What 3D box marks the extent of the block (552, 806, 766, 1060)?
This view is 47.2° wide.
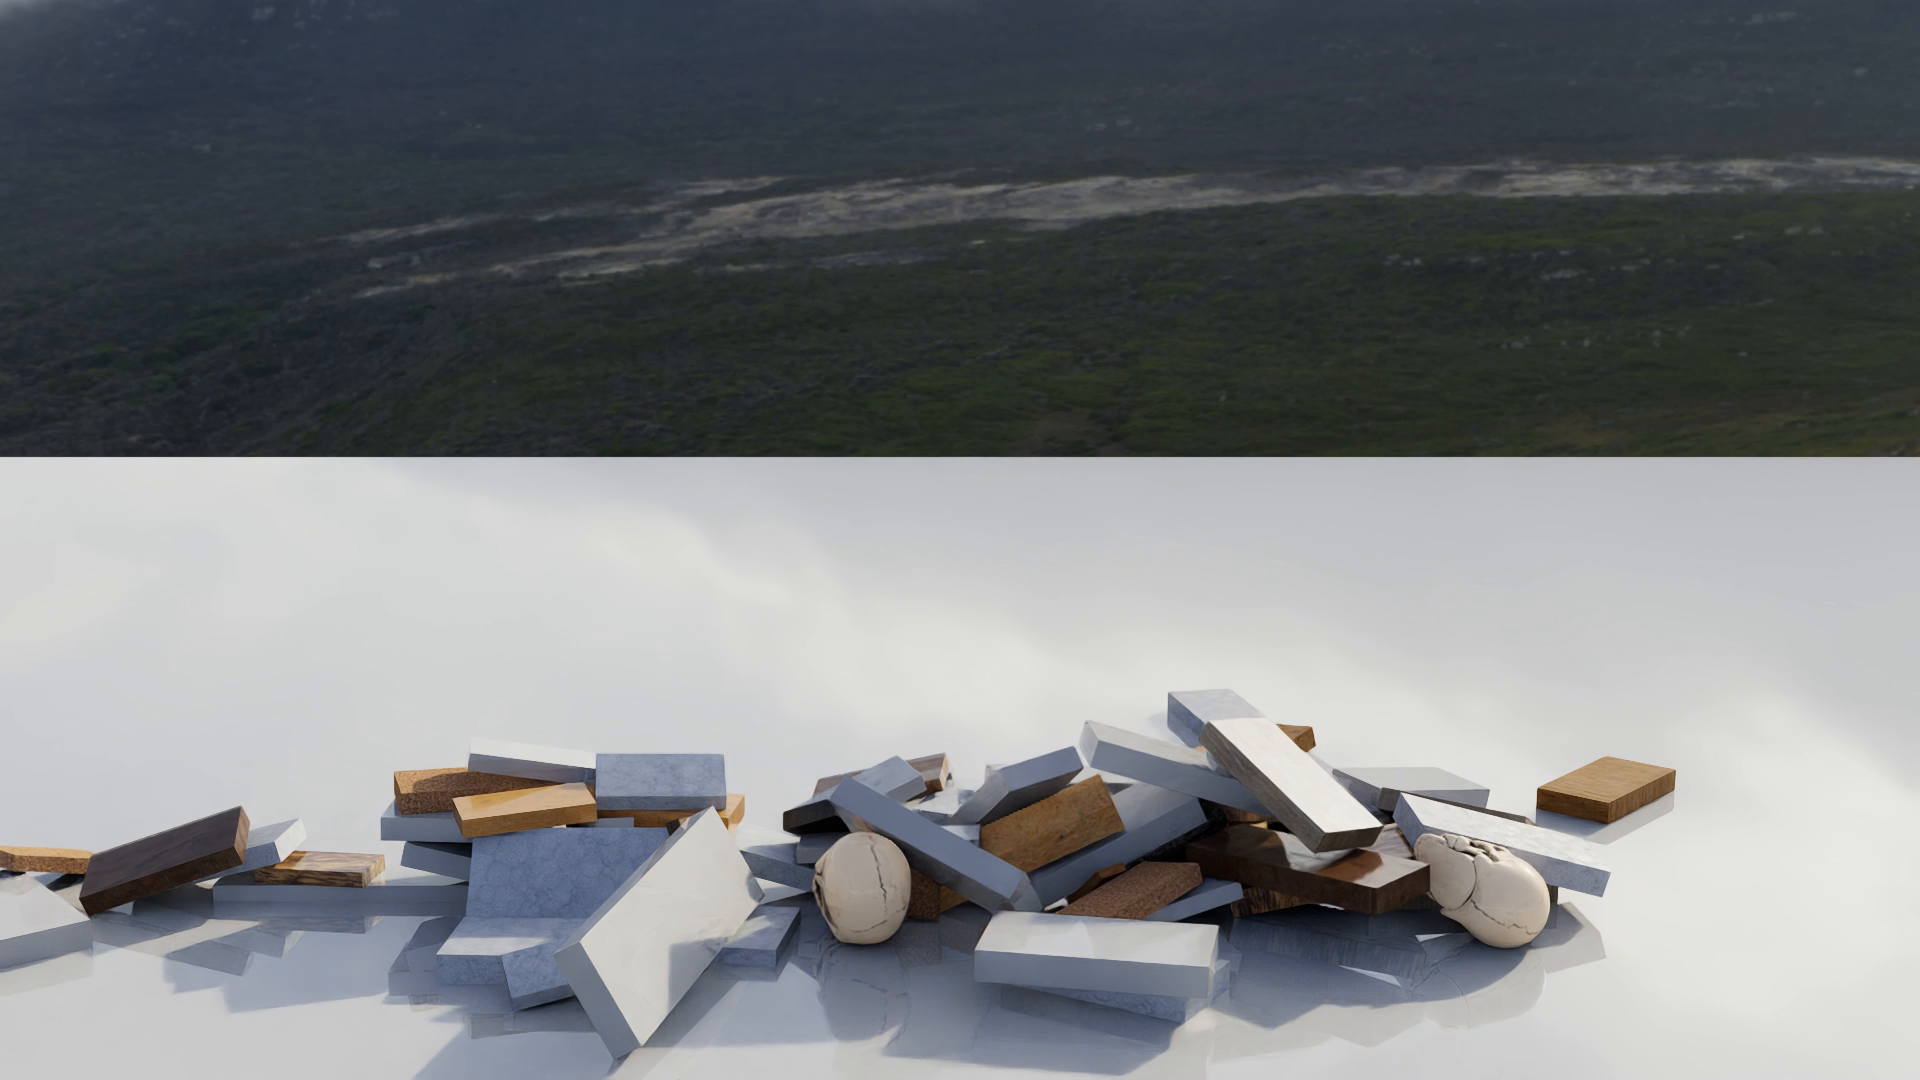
[{"bbox_3d":[-0.434,0.567,3.258,0.048,0.168,0.549,-28,5,18],"label":"block"}]

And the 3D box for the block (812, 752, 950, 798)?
[{"bbox_3d":[-0.149,0.454,4.078,0.254,0.027,0.095,-13,22,13],"label":"block"}]

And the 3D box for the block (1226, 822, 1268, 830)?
[{"bbox_3d":[0.413,0.502,3.751,0.212,0.030,0.106,0,4,13],"label":"block"}]

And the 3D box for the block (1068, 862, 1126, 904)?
[{"bbox_3d":[0.222,0.562,3.573,0.054,0.015,0.109,-13,-28,-37],"label":"block"}]

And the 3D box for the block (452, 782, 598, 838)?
[{"bbox_3d":[-0.704,0.435,3.553,0.213,0.030,0.107,-5,14,-20],"label":"block"}]

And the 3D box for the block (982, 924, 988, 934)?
[{"bbox_3d":[0.091,0.620,3.469,0.100,0.014,0.050,7,12,32],"label":"block"}]

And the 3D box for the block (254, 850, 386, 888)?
[{"bbox_3d":[-1.068,0.549,3.673,0.187,0.027,0.094,1,11,8],"label":"block"}]

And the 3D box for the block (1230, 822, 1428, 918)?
[{"bbox_3d":[0.596,0.541,3.625,0.321,0.046,0.161,-11,12,2],"label":"block"}]

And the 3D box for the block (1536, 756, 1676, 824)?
[{"bbox_3d":[1.231,0.474,4.185,0.144,0.041,0.287,9,14,41],"label":"block"}]

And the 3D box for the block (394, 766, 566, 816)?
[{"bbox_3d":[-0.807,0.415,3.691,0.267,0.037,0.130,-2,11,-20],"label":"block"}]

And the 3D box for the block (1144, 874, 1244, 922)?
[{"bbox_3d":[0.335,0.577,3.529,0.212,0.030,0.106,-16,13,-15],"label":"block"}]

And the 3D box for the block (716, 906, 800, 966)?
[{"bbox_3d":[-0.314,0.618,3.444,0.093,0.026,0.186,1,11,7],"label":"block"}]

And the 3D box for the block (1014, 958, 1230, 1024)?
[{"bbox_3d":[0.230,0.642,3.271,0.304,0.043,0.152,6,12,30],"label":"block"}]

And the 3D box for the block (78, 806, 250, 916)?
[{"bbox_3d":[-1.307,0.526,3.621,0.259,0.037,0.130,-18,27,-4],"label":"block"}]

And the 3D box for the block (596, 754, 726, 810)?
[{"bbox_3d":[-0.497,0.401,3.650,0.213,0.030,0.107,1,35,-10],"label":"block"}]

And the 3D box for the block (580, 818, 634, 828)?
[{"bbox_3d":[-0.568,0.535,3.551,0.086,0.171,0.024,-2,-26,-9],"label":"block"}]

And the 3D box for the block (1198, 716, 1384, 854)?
[{"bbox_3d":[0.536,0.394,3.575,0.147,0.042,0.293,1,32,-42],"label":"block"}]

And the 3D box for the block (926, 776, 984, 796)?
[{"bbox_3d":[0.085,0.478,4.080,0.280,0.026,0.091,6,13,14],"label":"block"}]

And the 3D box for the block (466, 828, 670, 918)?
[{"bbox_3d":[-0.615,0.542,3.501,0.321,0.161,0.046,0,-27,-1],"label":"block"}]

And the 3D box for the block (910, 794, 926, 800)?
[{"bbox_3d":[-0.102,0.483,4.207,0.101,0.014,0.050,-8,13,-37],"label":"block"}]

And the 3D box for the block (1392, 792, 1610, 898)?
[{"bbox_3d":[0.889,0.501,3.624,0.321,0.046,0.161,14,11,-5],"label":"block"}]

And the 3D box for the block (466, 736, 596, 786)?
[{"bbox_3d":[-0.687,0.379,3.716,0.284,0.030,0.107,9,7,-15],"label":"block"}]

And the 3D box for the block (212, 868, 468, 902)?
[{"bbox_3d":[-0.981,0.575,3.677,0.506,0.027,0.094,0,11,0],"label":"block"}]

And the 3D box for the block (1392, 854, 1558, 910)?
[{"bbox_3d":[0.816,0.565,3.681,0.321,0.046,0.161,-1,11,-7],"label":"block"}]

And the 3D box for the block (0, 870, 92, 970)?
[{"bbox_3d":[-1.521,0.599,3.494,0.161,0.046,0.332,-9,14,-40],"label":"block"}]

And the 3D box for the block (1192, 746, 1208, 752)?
[{"bbox_3d":[0.480,0.423,4.149,0.262,0.037,0.131,-17,13,-18],"label":"block"}]

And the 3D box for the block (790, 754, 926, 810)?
[{"bbox_3d":[-0.186,0.471,3.986,0.229,0.032,0.114,-26,23,-18],"label":"block"}]

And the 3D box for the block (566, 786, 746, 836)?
[{"bbox_3d":[-0.507,0.452,3.673,0.272,0.039,0.136,4,11,5],"label":"block"}]

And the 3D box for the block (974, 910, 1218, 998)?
[{"bbox_3d":[0.202,0.605,3.222,0.337,0.048,0.168,2,11,11],"label":"block"}]

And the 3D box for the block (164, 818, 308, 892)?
[{"bbox_3d":[-1.246,0.533,3.695,0.259,0.037,0.130,-14,10,5],"label":"block"}]

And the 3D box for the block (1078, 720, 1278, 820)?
[{"bbox_3d":[0.372,0.383,3.672,0.334,0.047,0.167,16,6,-6],"label":"block"}]

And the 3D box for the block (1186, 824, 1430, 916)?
[{"bbox_3d":[0.549,0.520,3.493,0.359,0.043,0.152,7,13,43],"label":"block"}]

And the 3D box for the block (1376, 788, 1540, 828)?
[{"bbox_3d":[0.889,0.499,3.870,0.277,0.039,0.139,8,-17,40],"label":"block"}]

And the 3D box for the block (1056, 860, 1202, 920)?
[{"bbox_3d":[0.268,0.565,3.470,0.114,0.032,0.229,-6,11,45],"label":"block"}]

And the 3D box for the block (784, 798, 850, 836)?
[{"bbox_3d":[-0.181,0.491,3.730,0.114,0.032,0.229,-20,-31,33],"label":"block"}]

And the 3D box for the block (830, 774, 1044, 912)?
[{"bbox_3d":[-0.037,0.492,3.452,0.337,0.048,0.168,26,-19,23],"label":"block"}]

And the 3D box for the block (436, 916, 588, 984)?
[{"bbox_3d":[-0.617,0.626,3.351,0.321,0.046,0.161,0,11,2],"label":"block"}]

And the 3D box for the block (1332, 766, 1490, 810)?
[{"bbox_3d":[0.839,0.464,4.100,0.277,0.039,0.139,4,10,-35],"label":"block"}]

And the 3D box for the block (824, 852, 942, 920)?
[{"bbox_3d":[-0.124,0.559,3.568,0.186,0.093,0.026,2,-3,13],"label":"block"}]

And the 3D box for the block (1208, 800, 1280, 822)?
[{"bbox_3d":[0.506,0.470,3.863,0.304,0.043,0.152,5,-7,-36],"label":"block"}]

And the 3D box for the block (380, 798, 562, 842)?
[{"bbox_3d":[-0.806,0.461,3.653,0.279,0.040,0.140,2,10,-2],"label":"block"}]

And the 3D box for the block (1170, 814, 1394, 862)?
[{"bbox_3d":[0.536,0.530,3.824,0.520,0.039,0.139,-2,4,-17],"label":"block"}]

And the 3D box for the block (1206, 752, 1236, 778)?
[{"bbox_3d":[0.456,0.374,3.615,0.100,0.014,0.050,15,24,-20],"label":"block"}]

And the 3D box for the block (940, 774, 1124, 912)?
[{"bbox_3d":[0.101,0.501,3.651,0.334,0.047,0.167,-25,11,0],"label":"block"}]

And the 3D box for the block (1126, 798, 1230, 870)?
[{"bbox_3d":[0.333,0.500,3.651,0.212,0.030,0.106,-28,15,-12],"label":"block"}]

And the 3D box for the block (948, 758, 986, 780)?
[{"bbox_3d":[-0.020,0.461,4.292,0.091,0.026,0.182,-7,13,-34],"label":"block"}]

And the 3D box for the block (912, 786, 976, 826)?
[{"bbox_3d":[0.060,0.498,3.960,0.262,0.037,0.131,6,14,20],"label":"block"}]

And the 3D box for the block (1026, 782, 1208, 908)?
[{"bbox_3d":[0.229,0.500,3.656,0.334,0.047,0.167,-27,15,-8],"label":"block"}]

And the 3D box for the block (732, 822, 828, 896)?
[{"bbox_3d":[-0.294,0.533,3.673,0.272,0.039,0.136,16,10,-2],"label":"block"}]

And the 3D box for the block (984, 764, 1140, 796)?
[{"bbox_3d":[0.210,0.451,4.052,0.300,0.042,0.147,3,6,-18],"label":"block"}]

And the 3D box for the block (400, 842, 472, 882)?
[{"bbox_3d":[-0.775,0.531,3.660,0.279,0.040,0.140,14,10,-5],"label":"block"}]

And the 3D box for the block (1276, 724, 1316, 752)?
[{"bbox_3d":[0.544,0.427,4.245,0.144,0.041,0.287,0,18,45],"label":"block"}]

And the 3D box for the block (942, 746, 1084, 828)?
[{"bbox_3d":[0.084,0.439,3.721,0.147,0.042,0.293,-14,-20,-28],"label":"block"}]

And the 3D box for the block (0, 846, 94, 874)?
[{"bbox_3d":[-1.539,0.540,3.713,0.094,0.027,0.187,8,-5,35],"label":"block"}]

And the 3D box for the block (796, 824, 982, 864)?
[{"bbox_3d":[-0.116,0.503,3.642,0.300,0.024,0.085,-4,10,3],"label":"block"}]

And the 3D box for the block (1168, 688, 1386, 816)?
[{"bbox_3d":[0.615,0.431,4.412,0.144,0.041,0.903,-2,11,-11],"label":"block"}]

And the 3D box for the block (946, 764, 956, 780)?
[{"bbox_3d":[-0.144,0.463,4.135,0.272,0.014,0.050,-13,9,8],"label":"block"}]

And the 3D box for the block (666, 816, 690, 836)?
[{"bbox_3d":[-0.416,0.527,3.517,0.024,0.171,0.086,-21,-8,17],"label":"block"}]

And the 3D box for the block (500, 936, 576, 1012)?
[{"bbox_3d":[-0.573,0.626,3.232,0.186,0.026,0.093,-12,36,-15],"label":"block"}]

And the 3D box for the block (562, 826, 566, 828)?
[{"bbox_3d":[-0.591,0.537,3.664,0.279,0.040,0.140,14,10,-4],"label":"block"}]
